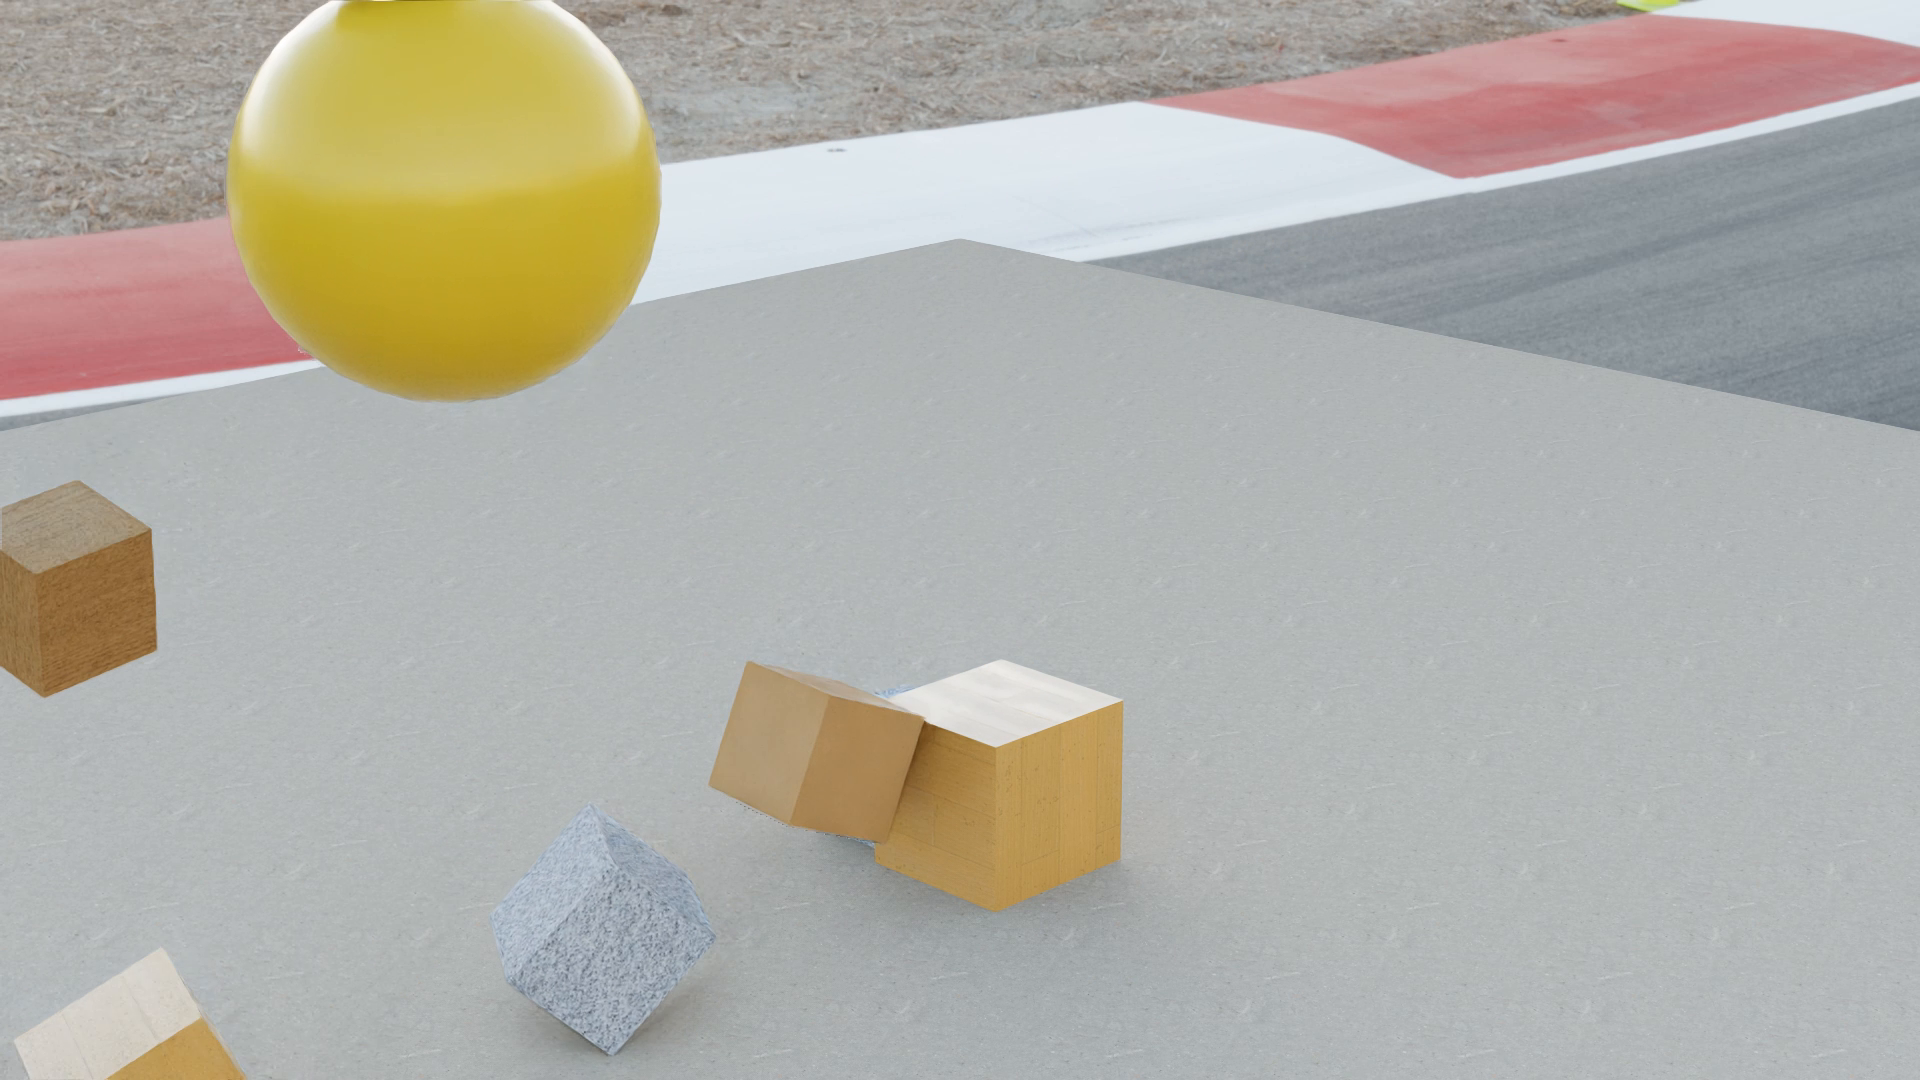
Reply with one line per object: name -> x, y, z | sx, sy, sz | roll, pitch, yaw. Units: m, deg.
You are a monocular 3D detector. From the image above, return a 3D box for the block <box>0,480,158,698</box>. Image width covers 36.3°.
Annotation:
block -> -3.106, 0.163, 10.133 | 0.431, 0.498, 0.461 | 28, 37, 32

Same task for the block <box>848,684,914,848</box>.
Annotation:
block -> -0.293, 1.084, 13.960 | 0.590, 0.562, 0.510 | -17, 24, -42

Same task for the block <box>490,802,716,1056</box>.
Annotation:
block -> -1.461, 1.575, 11.932 | 0.551, 0.635, 0.653 | 40, 3, -23

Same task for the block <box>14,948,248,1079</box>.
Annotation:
block -> -2.982, 1.992, 10.725 | 0.618, 0.560, 0.643 | -33, 28, -16

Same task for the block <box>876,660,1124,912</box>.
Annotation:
block -> 0.177, 1.112, 13.491 | 0.833, 0.788, 0.778 | -17, 24, -42

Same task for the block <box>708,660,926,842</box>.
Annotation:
block -> -0.638, 0.937, 13.017 | 0.581, 0.586, 0.594 | 16, 2, -44

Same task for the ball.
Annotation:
ball -> -1.912, -1.307, 10.927 | 1.600, 1.600, 1.600 | 0, 17, 0
